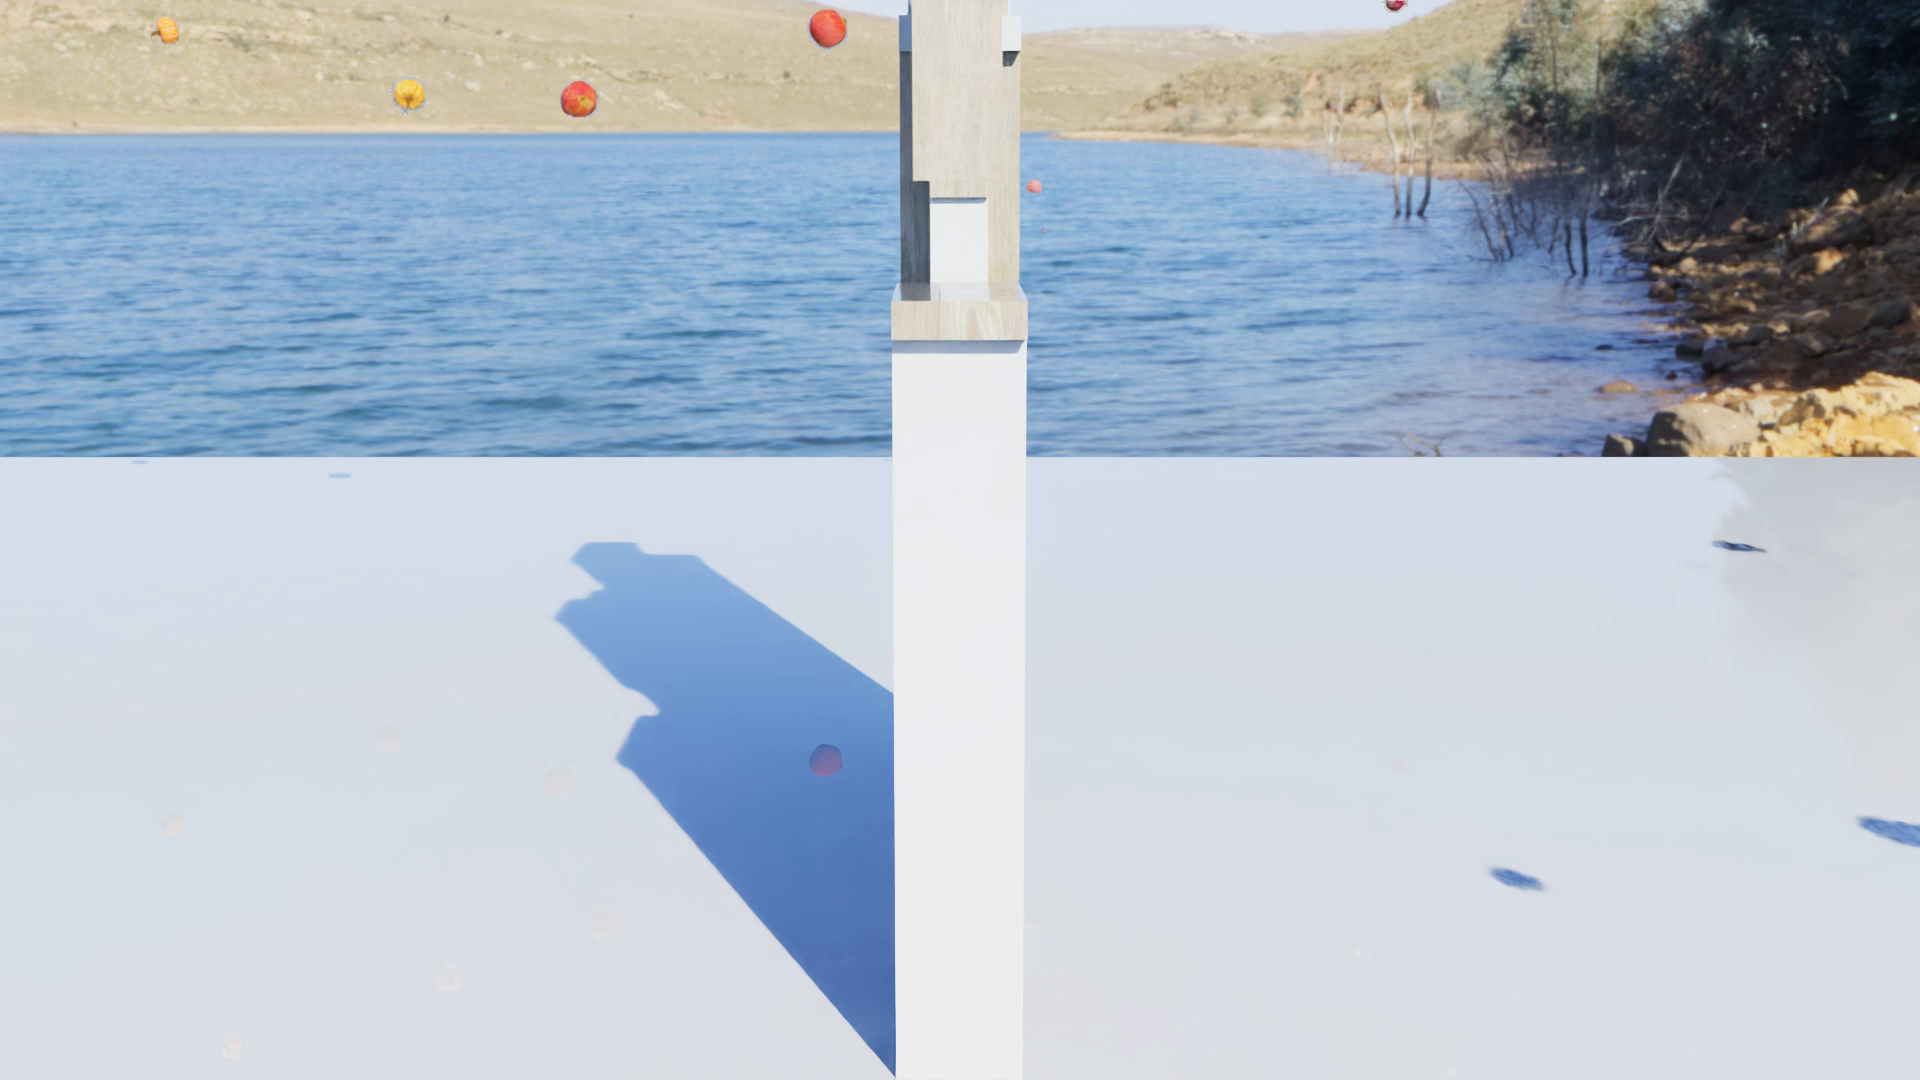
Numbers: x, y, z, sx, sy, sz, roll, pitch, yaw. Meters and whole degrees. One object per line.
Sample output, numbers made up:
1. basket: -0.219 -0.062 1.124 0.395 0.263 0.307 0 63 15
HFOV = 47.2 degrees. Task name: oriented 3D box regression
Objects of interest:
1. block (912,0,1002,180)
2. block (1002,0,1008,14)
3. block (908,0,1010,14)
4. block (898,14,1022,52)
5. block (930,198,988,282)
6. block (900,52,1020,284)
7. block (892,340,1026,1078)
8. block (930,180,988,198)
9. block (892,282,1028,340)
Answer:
1. block: -0.004 -0.737 3.020 0.124 0.479 0.035 0 11 0
2. block: 0.001 -1.025 3.557 0.153 0.373 0.043 0 11 0
3. block: -0.002 -0.956 3.977 0.177 0.050 0.355 0 11 0
4. block: -0.001 -0.763 3.342 0.176 0.050 0.353 0 10 0
5. block: -0.001 -0.232 3.121 0.081 0.505 0.023 0 10 0
6. block: 0.000 -0.538 3.264 0.176 0.365 0.050 0 11 0
7. block: -0.001 0.230 2.886 0.170 0.995 0.048 0 10 0
8. block: -0.001 -0.502 3.126 0.081 0.023 0.161 0 11 0
9. block: -0.002 -0.304 2.902 0.170 0.048 0.339 0 11 0
